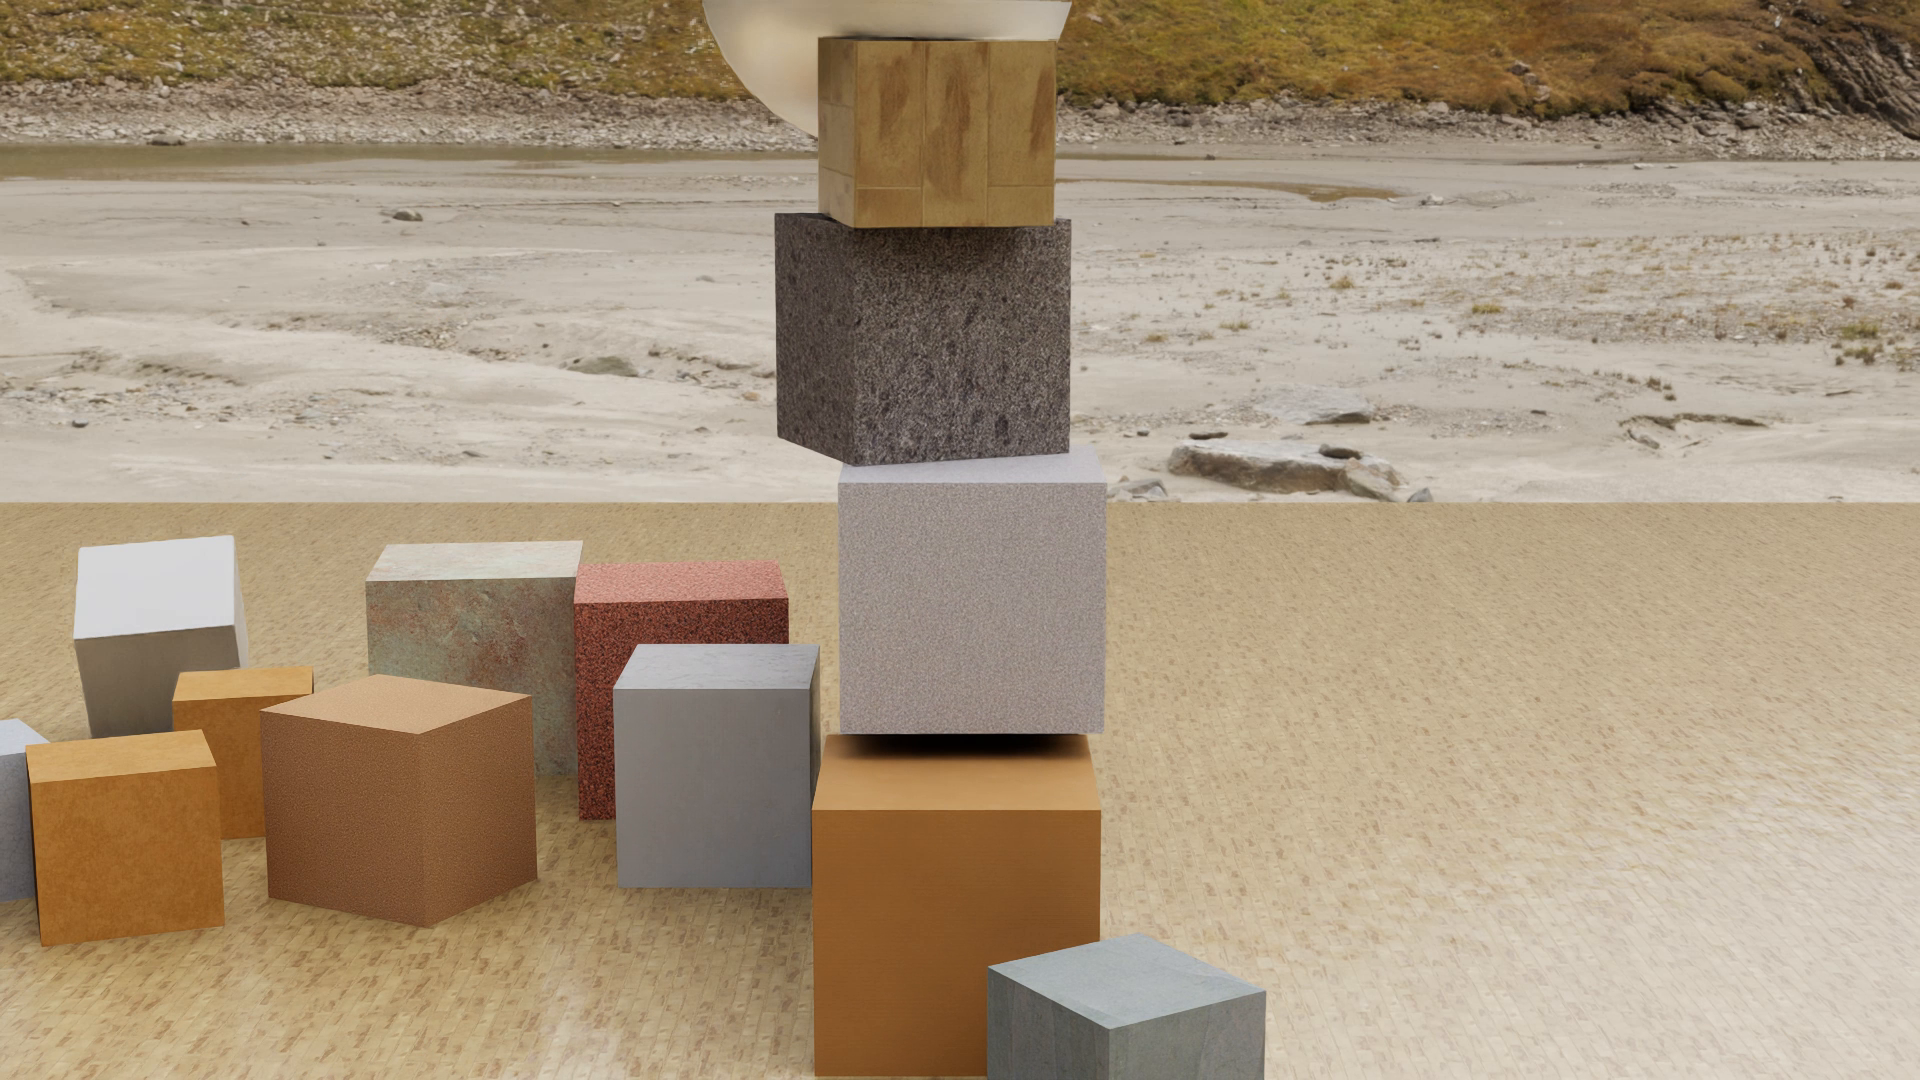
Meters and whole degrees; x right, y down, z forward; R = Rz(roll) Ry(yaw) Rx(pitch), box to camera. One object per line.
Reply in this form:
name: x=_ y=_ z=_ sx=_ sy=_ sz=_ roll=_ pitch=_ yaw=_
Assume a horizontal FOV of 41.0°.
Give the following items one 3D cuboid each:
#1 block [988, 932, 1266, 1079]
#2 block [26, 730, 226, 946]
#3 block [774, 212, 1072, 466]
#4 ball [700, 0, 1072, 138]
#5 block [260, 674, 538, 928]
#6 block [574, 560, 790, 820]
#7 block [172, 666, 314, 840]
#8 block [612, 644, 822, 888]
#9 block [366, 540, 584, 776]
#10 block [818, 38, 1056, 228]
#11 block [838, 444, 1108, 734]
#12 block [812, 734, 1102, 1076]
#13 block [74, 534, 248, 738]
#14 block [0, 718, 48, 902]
block: x=0.545 y=1.723 z=8.528 sx=0.636 sy=0.559 sz=0.687 roll=-7 pitch=12 yaw=-33
block: x=-3.522 y=1.241 z=10.812 sx=0.724 sy=0.689 sz=0.645 roll=-4 pitch=11 yaw=-21
block: x=-0.160 y=-0.833 z=10.247 sx=0.906 sy=0.914 sz=0.887 roll=-4 pitch=11 yaw=-23
ball: x=-0.309 y=-2.436 z=10.737 sx=1.600 sy=1.600 sz=1.600 roll=0 pitch=10 yaw=0
block: x=-2.427 y=1.110 z=11.135 sx=0.863 sy=0.832 sz=0.760 roll=5 pitch=12 yaw=27
block: x=-1.373 y=0.718 z=12.666 sx=1.008 sy=1.056 sz=0.983 roll=-1 pitch=10 yaw=-7
block: x=-3.374 y=1.005 z=12.162 sx=0.619 sy=0.672 sz=0.588 roll=-2 pitch=11 yaw=-13
block: x=-1.073 y=1.001 z=11.567 sx=0.846 sy=0.892 sz=0.882 roll=0 pitch=10 yaw=0
block: x=-2.492 y=0.606 z=13.374 sx=1.038 sy=1.022 sz=1.015 roll=-1 pitch=10 yaw=-6
block: x=-0.100 y=-1.570 z=9.817 sx=0.764 sy=0.678 sz=0.729 roll=-2 pitch=12 yaw=-13
block: x=0.044 y=0.169 z=9.934 sx=0.985 sy=0.944 sz=0.974 roll=0 pitch=10 yaw=0
block: x=-0.012 y=1.328 z=9.526 sx=1.007 sy=0.979 sz=1.039 roll=0 pitch=10 yaw=0
block: x=-4.216 y=0.544 z=13.600 sx=0.789 sy=0.761 sz=0.781 roll=-5 pitch=37 yaw=-13
block: x=-4.336 y=1.199 z=11.165 sx=0.665 sy=0.646 sz=0.615 roll=-7 pitch=12 yaw=-34
